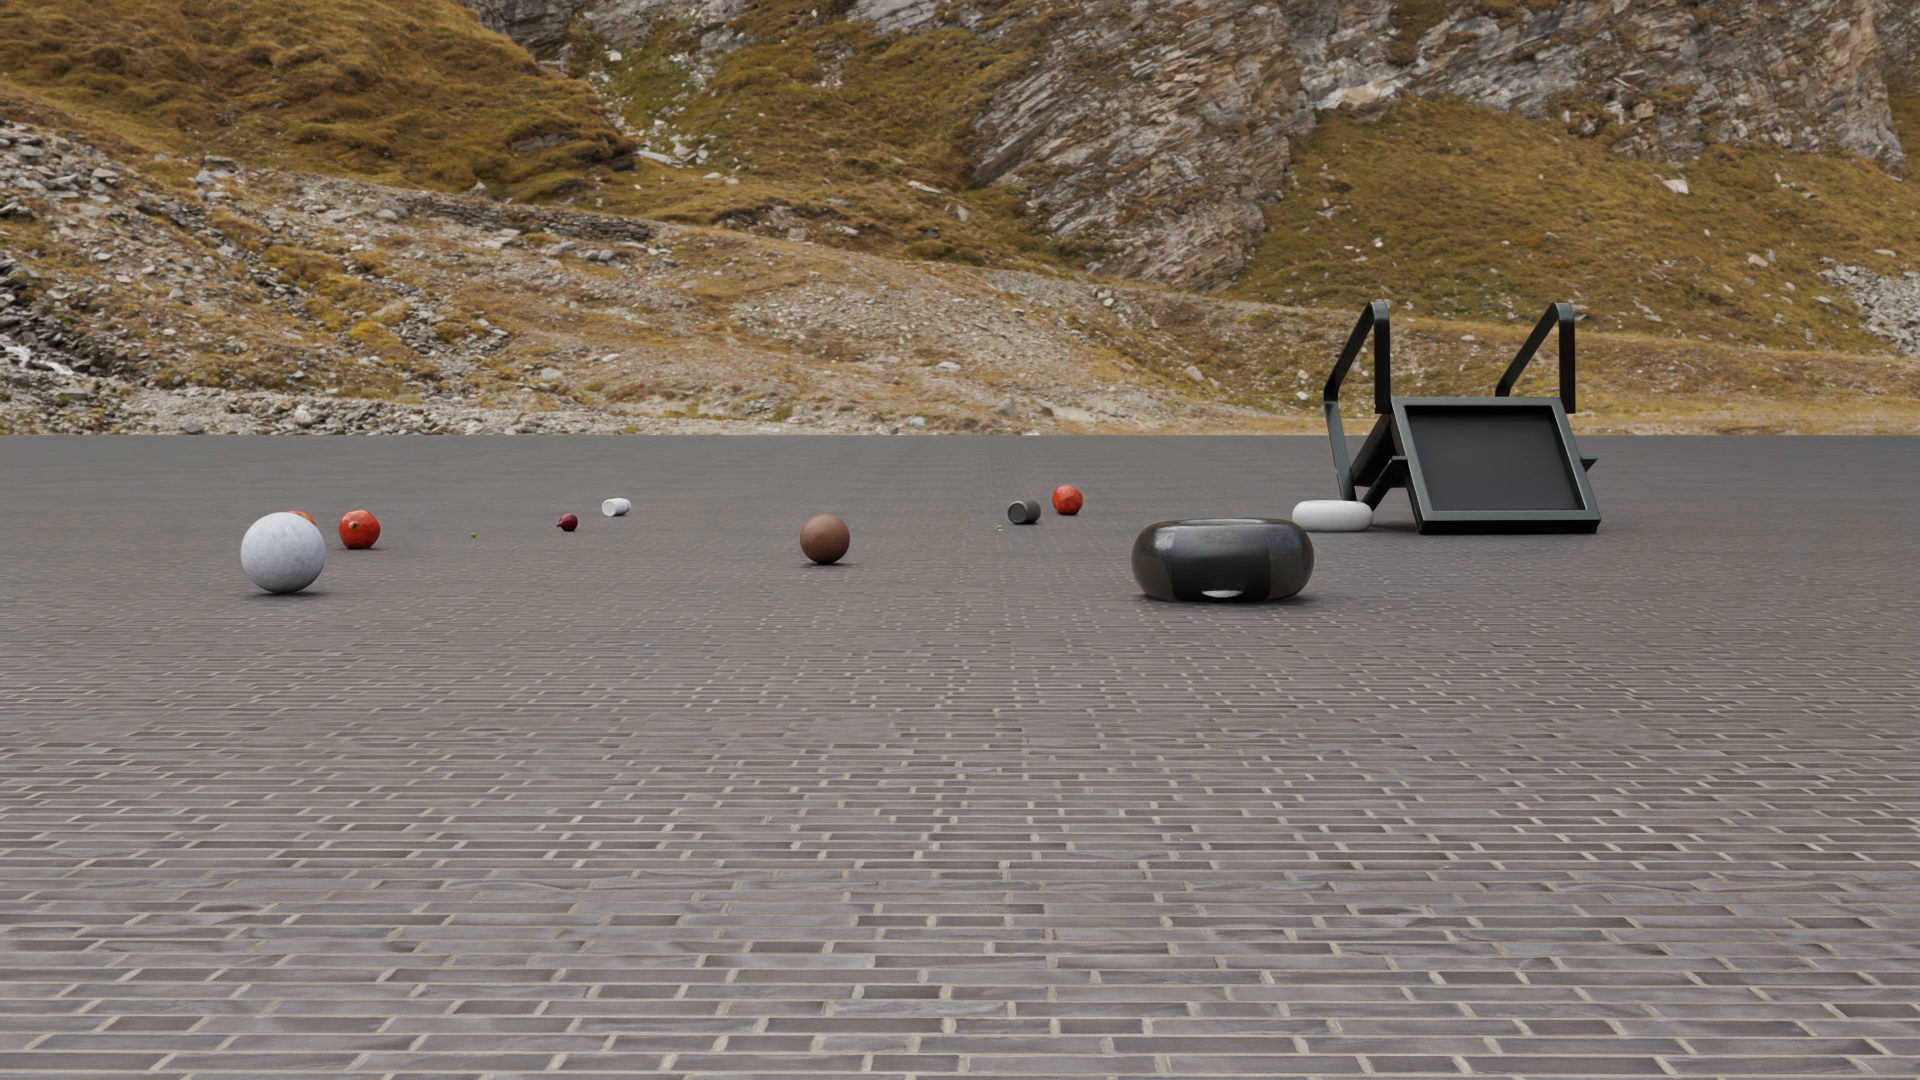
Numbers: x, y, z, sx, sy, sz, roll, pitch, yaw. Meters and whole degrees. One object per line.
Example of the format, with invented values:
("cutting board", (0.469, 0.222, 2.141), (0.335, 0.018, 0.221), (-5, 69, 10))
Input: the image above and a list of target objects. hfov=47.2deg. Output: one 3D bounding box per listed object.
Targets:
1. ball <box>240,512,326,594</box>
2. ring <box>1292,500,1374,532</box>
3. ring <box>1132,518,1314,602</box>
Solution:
("ball", (-1.485, 0.028, 4.827), (0.179, 0.179, 0.179), (0, 4, 0))
("ring", (1.180, -0.075, 6.965), (0.255, 0.093, 0.175), (1, 6, 3))
("ring", (0.565, 0.042, 4.746), (0.387, 0.165, 0.402), (-4, 4, -33))
